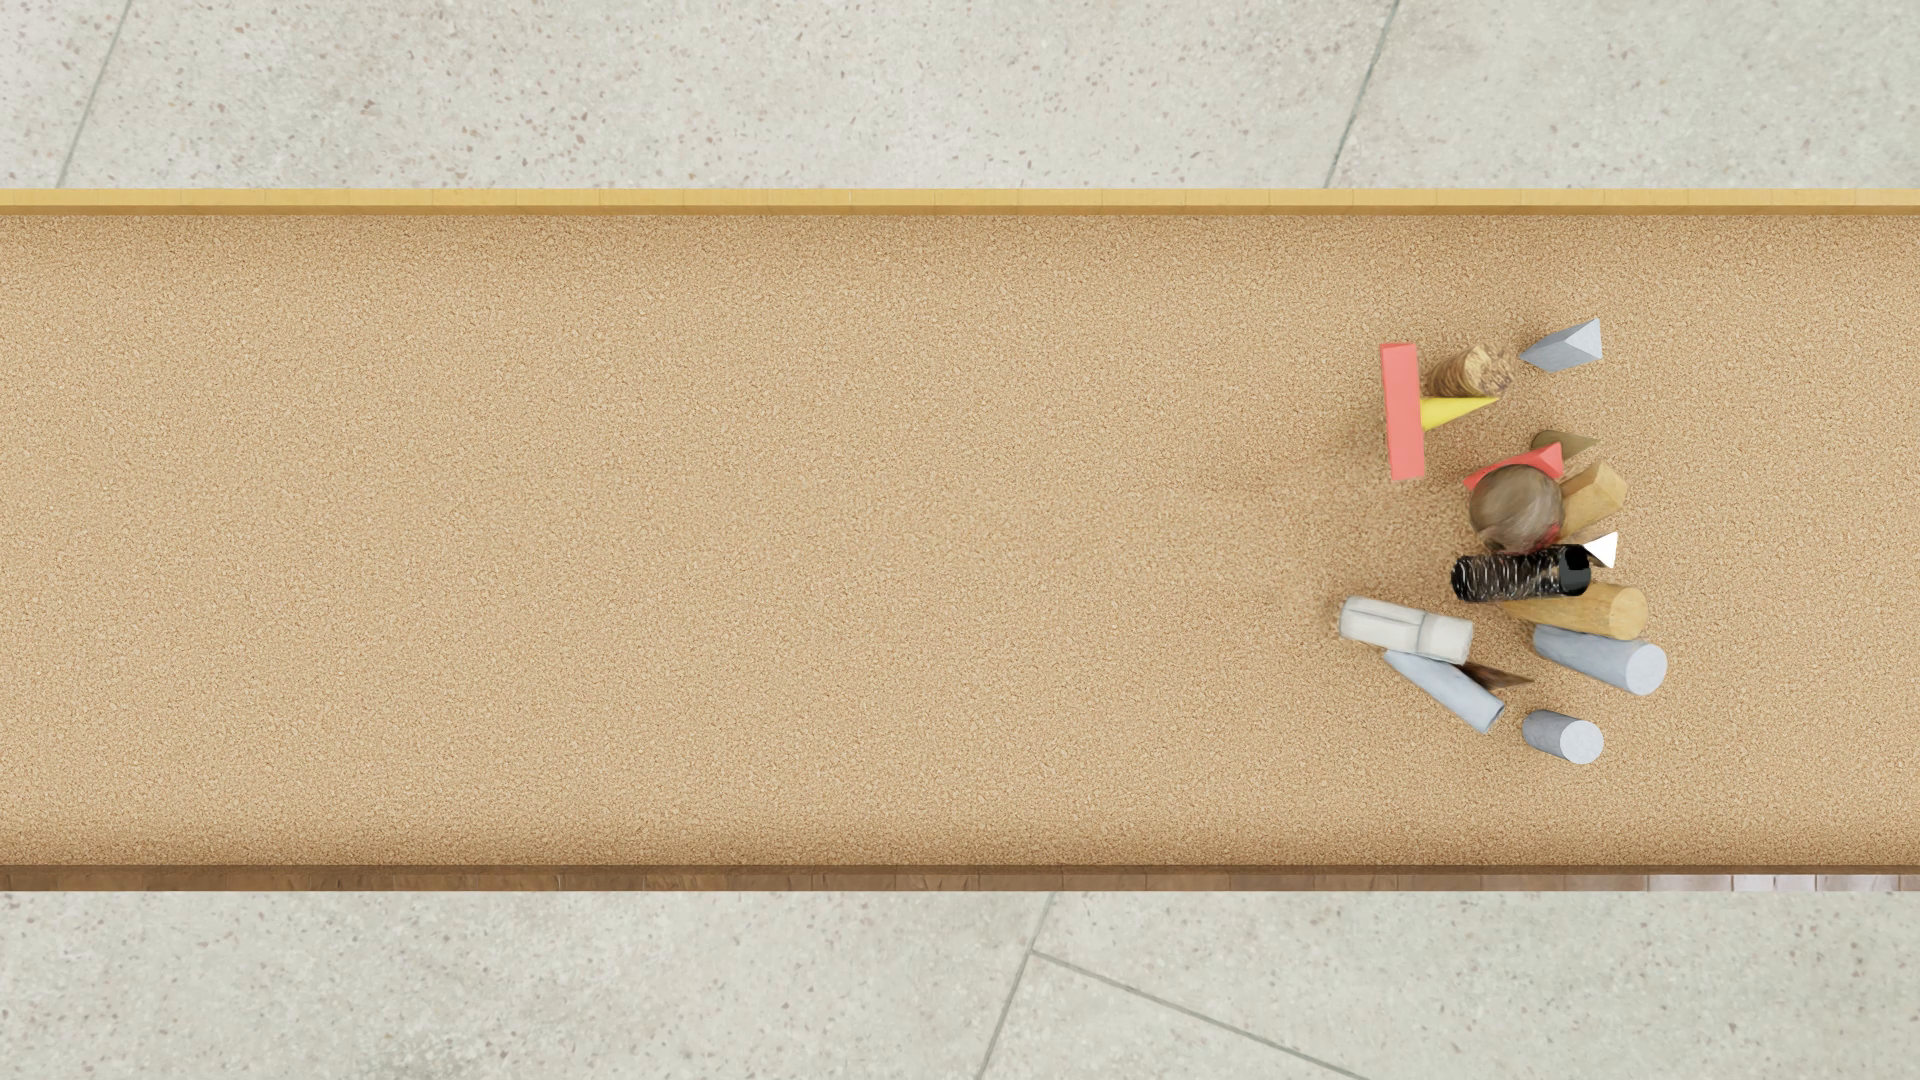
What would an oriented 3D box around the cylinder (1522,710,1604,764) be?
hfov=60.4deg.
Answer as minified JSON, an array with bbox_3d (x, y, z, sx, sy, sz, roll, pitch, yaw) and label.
[{"bbox_3d":[1.793,0.583,4.916,0.126,0.321,0.126,0,90,0],"label":"cylinder"}]

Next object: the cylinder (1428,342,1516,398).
[{"bbox_3d":[1.515,-0.486,4.898,0.150,0.350,0.150,0,88,-1],"label":"cylinder"}]

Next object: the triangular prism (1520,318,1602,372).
[{"bbox_3d":[1.791,-0.585,4.880,0.115,0.392,0.099,25,90,0],"label":"triangular prism"}]

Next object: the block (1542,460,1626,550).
[{"bbox_3d":[1.782,-0.083,4.898,0.109,0.370,0.109,43,47,-8],"label":"block"}]

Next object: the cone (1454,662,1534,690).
[{"bbox_3d":[1.601,0.415,4.897,0.106,0.343,0.106,1,87,-19],"label":"cone"}]

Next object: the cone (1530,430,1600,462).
[{"bbox_3d":[1.814,-0.282,4.866,0.114,0.421,0.114,0,90,0],"label":"cone"}]

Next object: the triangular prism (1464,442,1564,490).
[{"bbox_3d":[1.660,-0.217,4.928,0.103,0.303,0.089,36,63,-17],"label":"triangular prism"}]

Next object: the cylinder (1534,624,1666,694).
[{"bbox_3d":[1.885,0.330,4.872,0.149,0.383,0.149,-5,104,-21],"label":"cylinder"}]

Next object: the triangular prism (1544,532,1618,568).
[{"bbox_3d":[1.833,0.012,4.886,0.101,0.377,0.087,38,88,-3],"label":"triangular prism"}]

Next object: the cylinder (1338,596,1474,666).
[{"bbox_3d":[1.326,0.267,4.911,0.365,0.129,0.129,13,90,25],"label":"cylinder"}]

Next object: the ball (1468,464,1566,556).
[{"bbox_3d":[1.612,-0.088,4.776,0.266,0.266,0.266,0,90,0],"label":"ball"}]

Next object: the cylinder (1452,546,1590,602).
[{"bbox_3d":[1.654,0.105,4.876,0.143,0.382,0.143,4,83,-33],"label":"cylinder"}]

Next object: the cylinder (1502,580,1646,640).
[{"bbox_3d":[1.808,0.187,4.866,0.154,0.396,0.154,-4,99,-28],"label":"cylinder"}]

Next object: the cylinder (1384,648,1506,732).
[{"bbox_3d":[1.454,0.425,4.957,0.359,0.111,0.111,39,90,22],"label":"cylinder"}]

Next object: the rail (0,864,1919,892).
[{"bbox_3d":[-2.247,1.025,5.001,12.000,0.150,0.050,0,90,0],"label":"rail"}]

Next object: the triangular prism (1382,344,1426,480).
[{"bbox_3d":[1.299,-0.380,4.919,0.098,0.113,0.397,-18,105,-43],"label":"triangular prism"}]

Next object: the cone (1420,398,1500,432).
[{"bbox_3d":[1.452,-0.389,4.884,0.132,0.373,0.132,4,82,-32],"label":"cone"}]

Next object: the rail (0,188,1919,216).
[{"bbox_3d":[-2.247,-1.025,5.002,12.000,0.150,0.050,0,90,0],"label":"rail"}]
